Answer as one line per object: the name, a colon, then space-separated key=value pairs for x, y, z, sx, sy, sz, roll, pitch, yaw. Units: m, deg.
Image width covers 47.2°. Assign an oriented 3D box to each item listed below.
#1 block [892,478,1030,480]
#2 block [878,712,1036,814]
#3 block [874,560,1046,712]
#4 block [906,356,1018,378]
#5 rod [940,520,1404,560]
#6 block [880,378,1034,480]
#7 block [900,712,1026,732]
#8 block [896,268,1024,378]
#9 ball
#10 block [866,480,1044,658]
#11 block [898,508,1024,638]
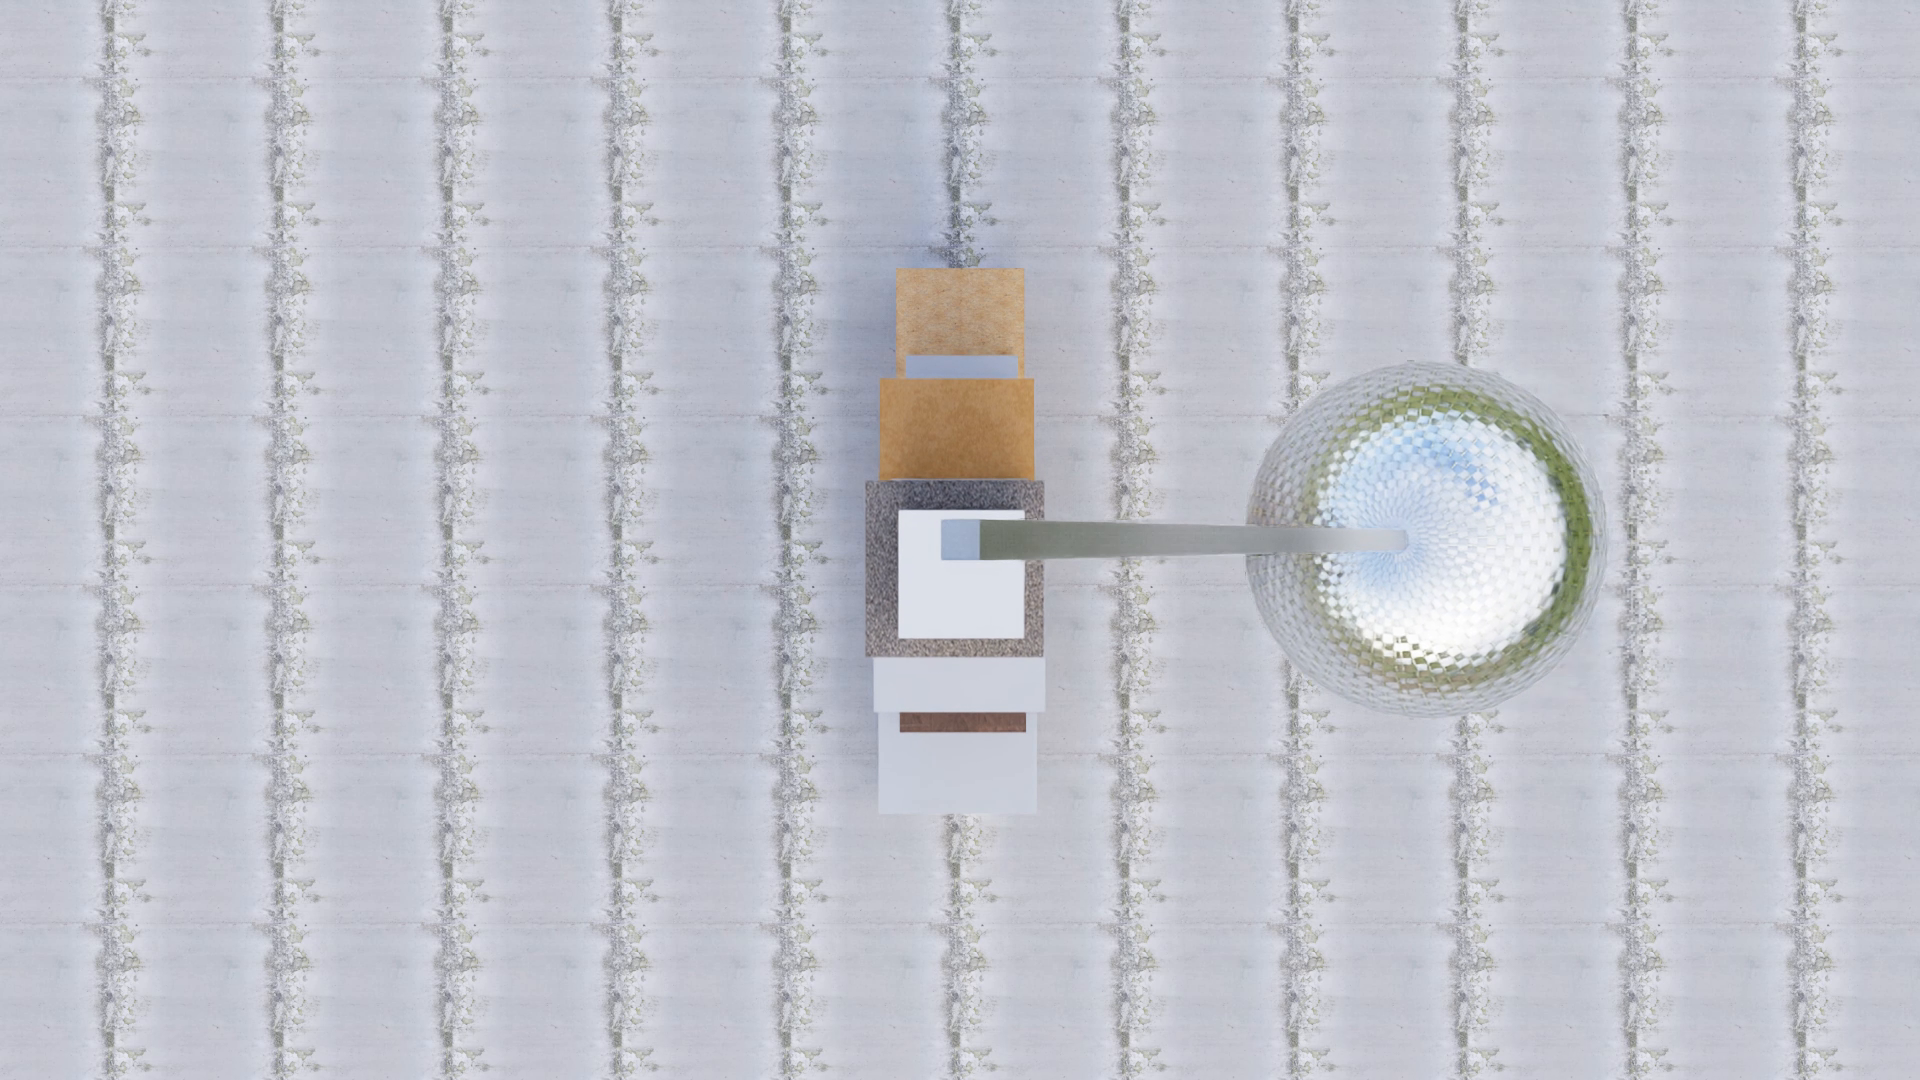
block: x=0.001 y=0.064 z=10.388 sx=0.628 sy=0.702 sz=0.714 roll=0 pitch=92 yaw=0
block: x=-0.012 y=1.093 z=12.601 sx=0.878 sy=0.798 sz=0.850 roll=0 pitch=90 yaw=0
block: x=-0.002 y=0.409 z=11.164 sx=0.838 sy=0.825 sz=0.839 roll=0 pitch=92 yaw=0
block: x=0.010 y=-0.685 z=11.960 sx=0.591 sy=0.647 sz=0.612 roll=0 pitch=93 yaw=0
rod: x=0.899 y=0.000 z=6.655 sx=0.080 sy=5.200 sz=0.080 roll=0 pitch=90 yaw=20
block: x=-0.014 y=-0.412 z=11.150 sx=0.756 sy=0.807 sz=0.733 roll=0 pitch=88 yaw=0
block: x=0.015 y=0.697 z=11.914 sx=0.669 sy=0.576 sz=0.644 roll=0 pitch=90 yaw=0
block: x=0.002 y=-1.139 z=12.640 sx=0.717 sy=0.720 sz=0.758 roll=0 pitch=90 yaw=0
ball: x=2.074 y=0.000 z=9.845 sx=1.600 sy=1.600 sz=1.600 roll=0 pitch=90 yaw=0
block: x=-0.020 y=0.108 z=9.080 sx=0.713 sy=0.596 sz=0.706 roll=0 pitch=92 yaw=0
block: x=0.005 y=0.124 z=8.571 sx=0.478 sy=0.421 sz=0.486 roll=0 pitch=92 yaw=0
